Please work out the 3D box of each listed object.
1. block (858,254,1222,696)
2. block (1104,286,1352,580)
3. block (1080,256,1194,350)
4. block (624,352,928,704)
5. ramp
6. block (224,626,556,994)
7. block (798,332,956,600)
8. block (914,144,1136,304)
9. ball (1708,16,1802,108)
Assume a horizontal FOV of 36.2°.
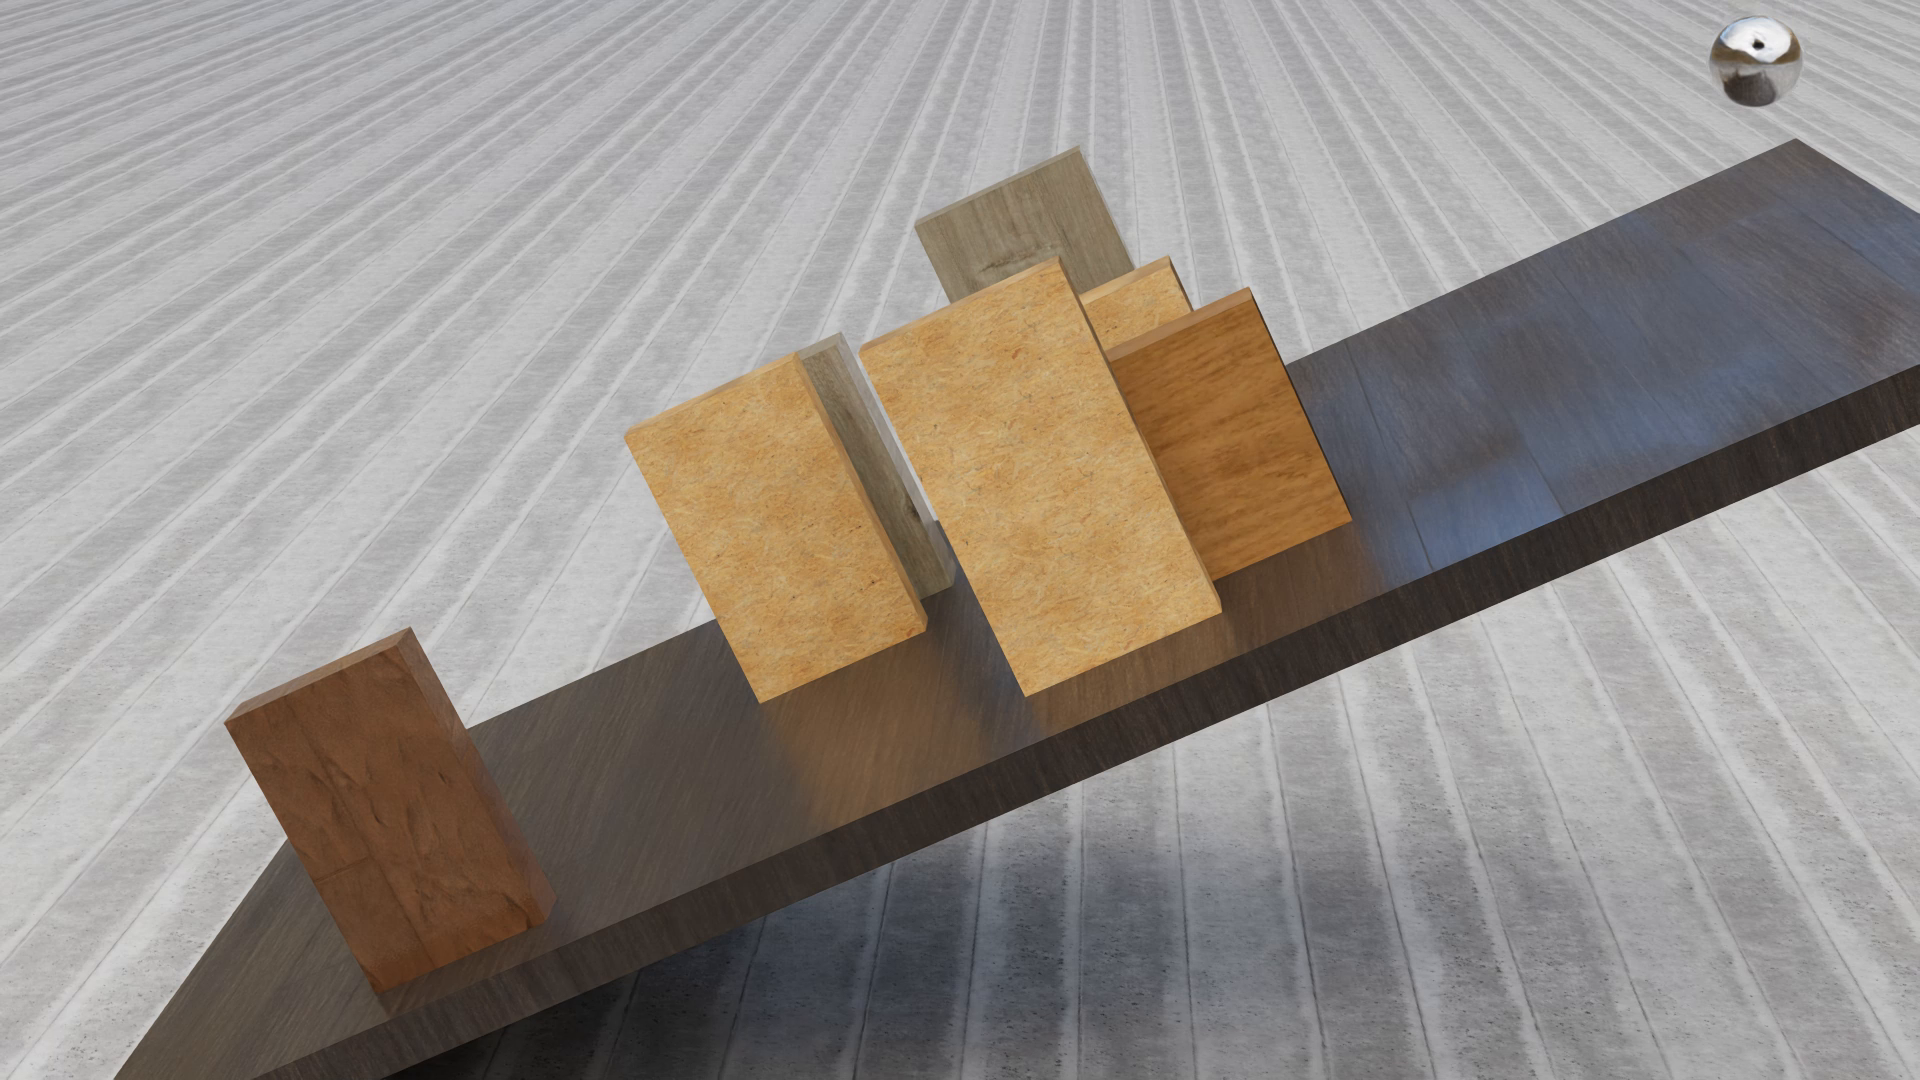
[{"bbox_3d":[0.154,-0.115,5.506,0.407,0.731,0.083,-24,13,9],"label":"block"},{"bbox_3d":[0.485,-0.188,5.721,0.386,0.480,0.126,-24,13,9],"label":"block"},{"bbox_3d":[0.429,-0.383,6.692,0.295,0.429,0.145,-24,13,9],"label":"block"},{"bbox_3d":[-0.393,-0.024,6.352,0.401,0.657,0.094,-24,13,9],"label":"block"},{"bbox_3d":[0.135,0.169,6.282,4.000,0.100,2.000,-24,13,9],"label":"ramp"},{"bbox_3d":[-1.090,0.523,5.653,0.374,0.611,0.117,-24,13,9],"label":"block"},{"bbox_3d":[-0.262,-0.130,6.628,0.270,0.606,0.149,-24,13,9],"label":"block"},{"bbox_3d":[0.237,-0.534,7.047,0.431,0.698,0.098,-24,13,9],"label":"block"},{"bbox_3d":[1.692,-1.017,6.255,0.193,0.193,0.193,0,16,0],"label":"ball"}]
